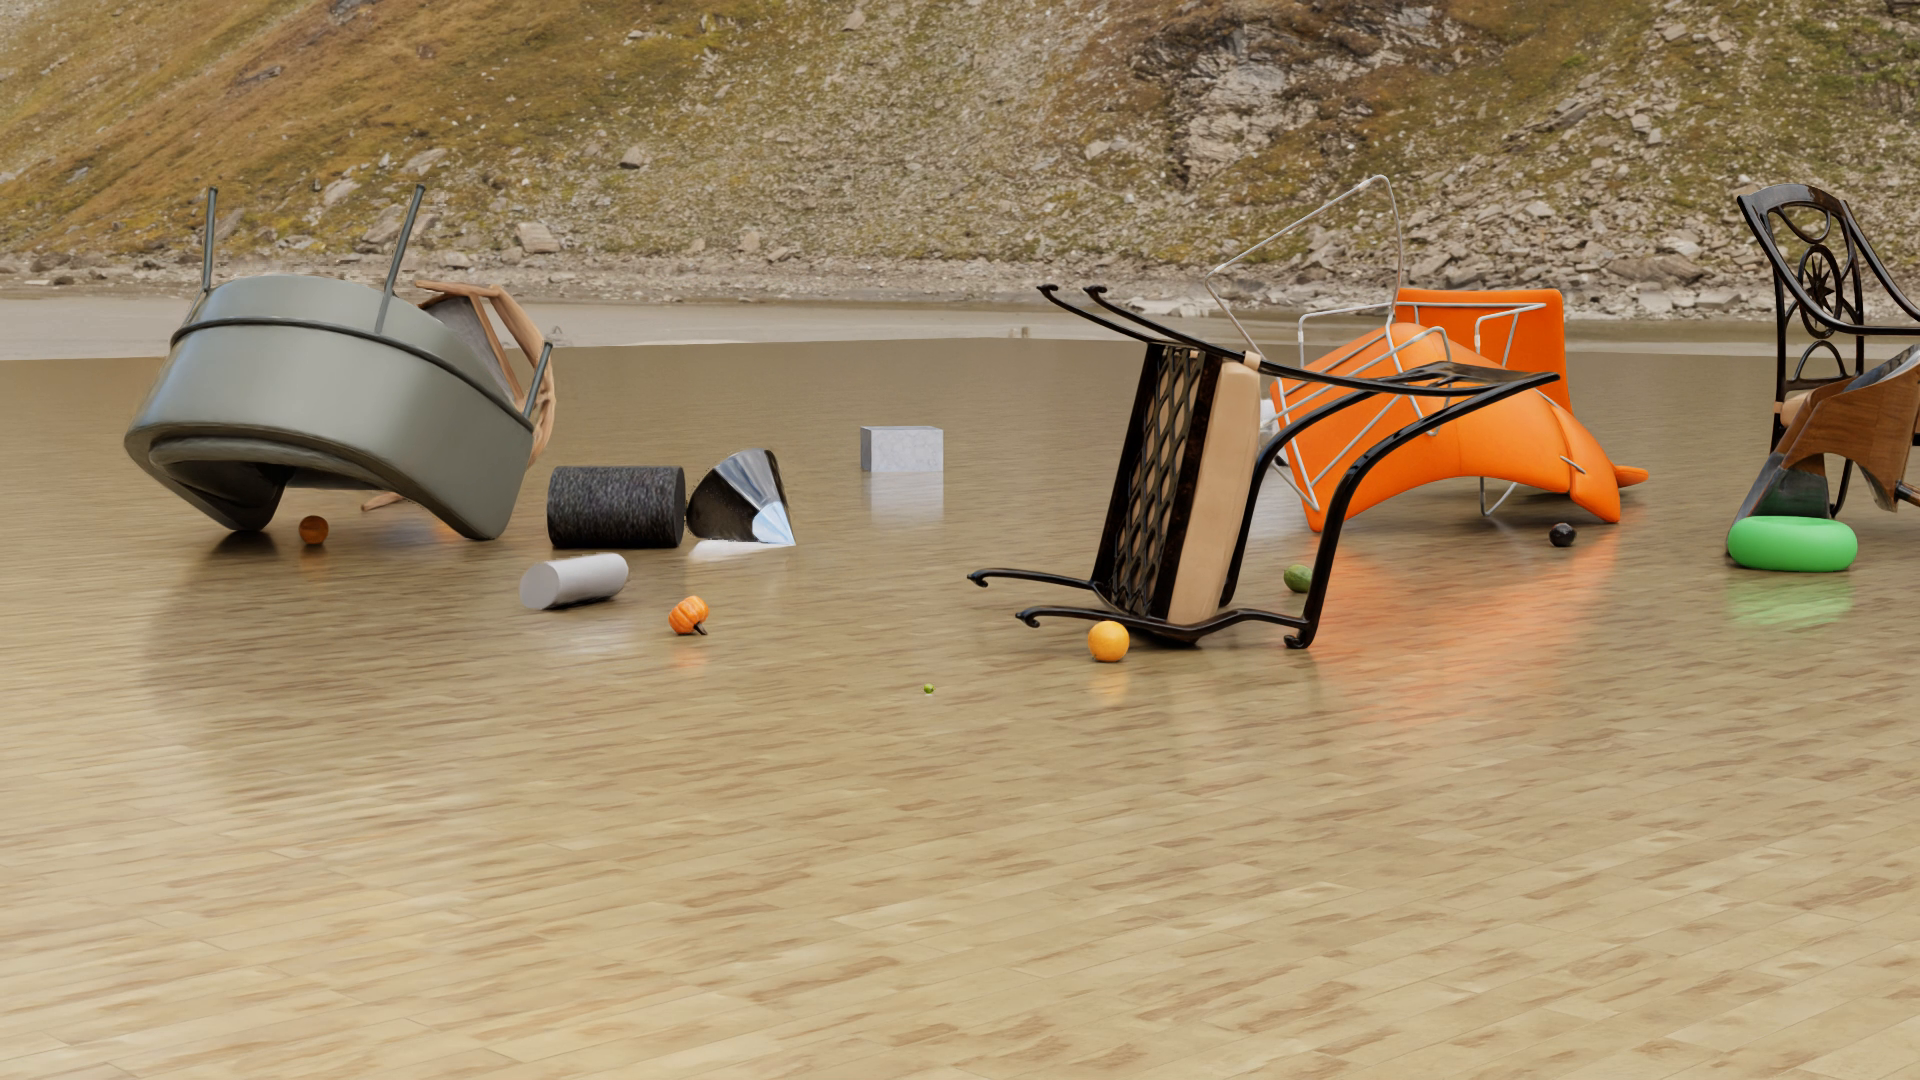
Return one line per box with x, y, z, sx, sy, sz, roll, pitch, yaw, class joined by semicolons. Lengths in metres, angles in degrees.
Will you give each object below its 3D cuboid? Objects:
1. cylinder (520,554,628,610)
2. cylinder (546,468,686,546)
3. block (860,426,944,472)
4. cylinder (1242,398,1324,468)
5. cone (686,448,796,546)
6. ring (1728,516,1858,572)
-0.774;0.083;5.150;0.109;0.085;0.219;-37;-13;28;cylinder
-0.841;-0.084;6.311;0.304;0.186;0.320;0;11;-1;cylinder
-0.200;-0.313;8.770;0.245;0.139;0.235;-1;6;-11;block
1.119;-0.371;8.884;0.278;0.228;0.141;13;-5;-42;cylinder
-0.483;-0.051;6.338;0.234;0.267;0.312;38;32;28;cone
1.879;0.009;5.795;0.282;0.109;0.220;4;9;25;ring
